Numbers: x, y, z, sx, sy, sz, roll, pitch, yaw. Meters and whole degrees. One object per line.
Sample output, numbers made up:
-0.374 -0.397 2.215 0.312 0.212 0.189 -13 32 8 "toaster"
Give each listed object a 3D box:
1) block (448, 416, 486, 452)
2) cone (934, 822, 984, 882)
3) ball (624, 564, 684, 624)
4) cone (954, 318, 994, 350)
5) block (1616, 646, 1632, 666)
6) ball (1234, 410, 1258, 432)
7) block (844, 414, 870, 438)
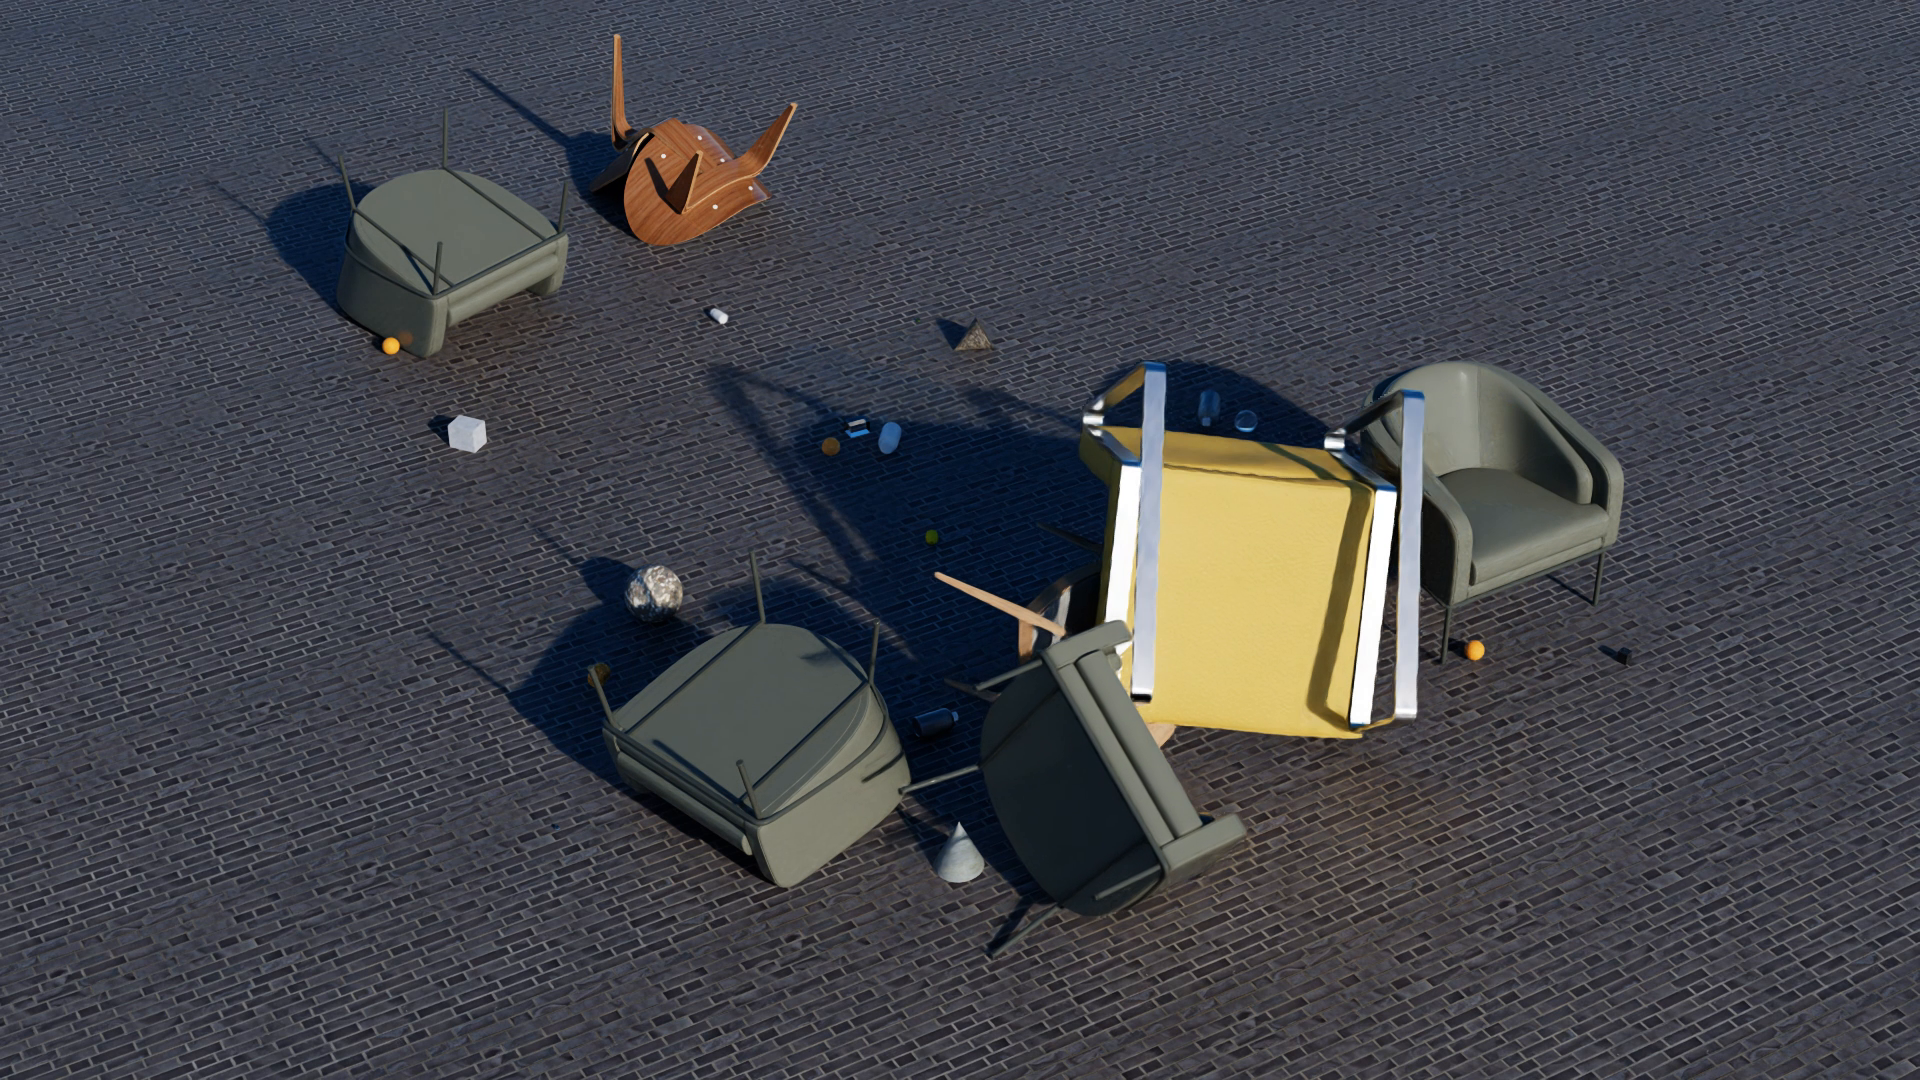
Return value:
-1.930 -0.416 11.487 0.114 0.097 0.089 14 36 20 "block"
-0.003 0.964 9.323 0.162 0.174 0.180 9 34 13 "cone"
-1.094 0.191 10.463 0.211 0.211 0.211 0 33 0 "ball"
0.037 -0.820 12.125 0.151 0.159 0.147 -29 58 6 "cone"
2.331 0.407 10.286 0.037 0.044 0.035 26 41 34 "block"
1.130 -0.468 11.572 0.092 0.092 0.092 0 33 0 "ball"
-0.406 -0.450 11.579 0.084 0.053 0.059 -16 37 -23 "block"
